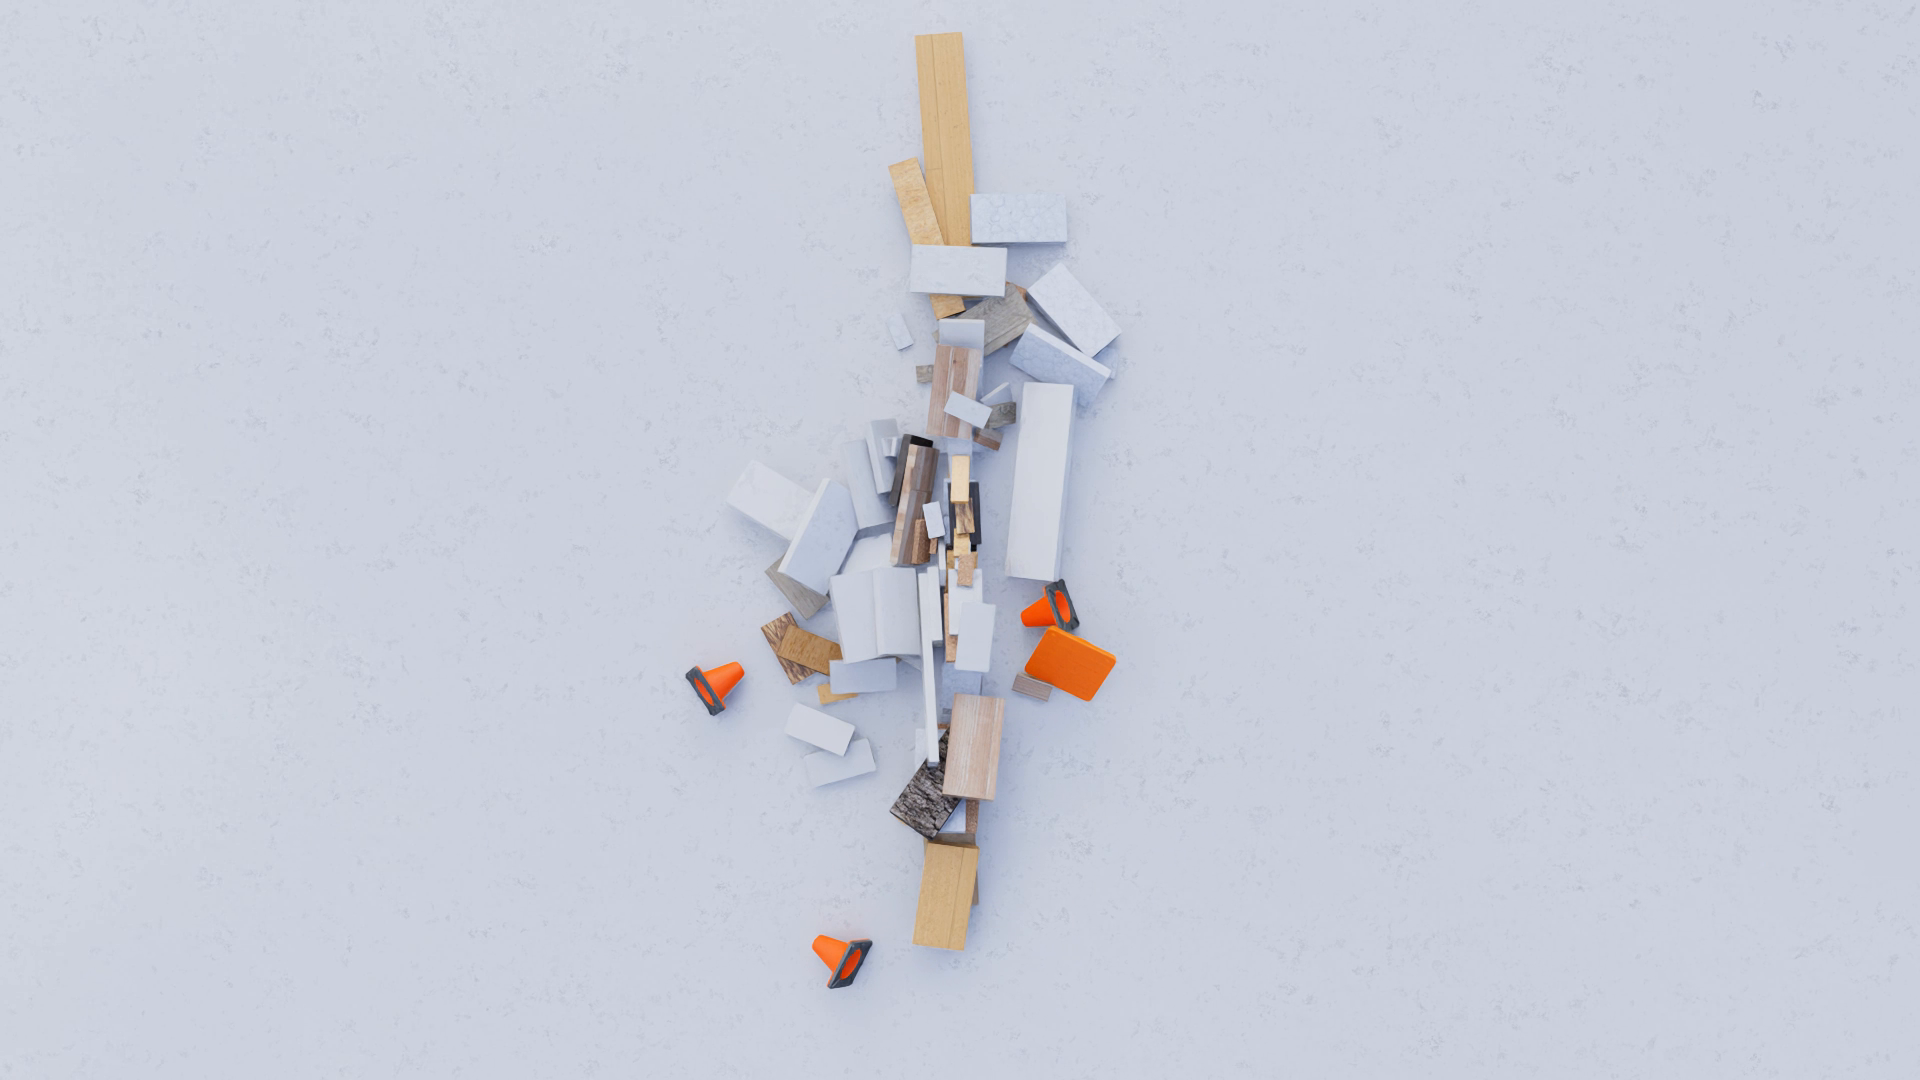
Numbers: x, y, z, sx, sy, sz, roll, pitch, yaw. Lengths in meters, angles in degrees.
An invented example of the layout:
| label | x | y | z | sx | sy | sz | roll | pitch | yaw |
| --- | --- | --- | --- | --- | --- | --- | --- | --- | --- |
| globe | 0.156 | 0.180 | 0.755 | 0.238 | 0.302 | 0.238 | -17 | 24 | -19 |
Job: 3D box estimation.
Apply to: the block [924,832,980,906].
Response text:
| label | x | y | z | sx | sy | sz | roll | pitch | yaw |
| --- | --- | --- | --- | --- | --- | --- | --- | --- | --- |
| block | -0.033 | 1.038 | 5.456 | 0.171 | 0.048 | 0.342 | -3 | 95 | -3 |

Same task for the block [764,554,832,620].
| label | x | y | z | sx | sy | sz | roll | pitch | yaw |
| --- | --- | --- | --- | --- | --- | --- | --- | --- | --- |
| block | -0.540 | 0.151 | 5.485 | 0.107 | 0.030 | 0.214 | -41 | 90 | 0 |

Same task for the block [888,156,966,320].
| label | x | y | z | sx | sy | sz | roll | pitch | yaw |
| --- | --- | --- | --- | --- | --- | --- | --- | --- | --- |
| block | -0.109 | -0.994 | 5.442 | 0.100 | 0.028 | 0.533 | -18 | 89 | 5 |

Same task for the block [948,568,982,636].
| label | x | y | z | sx | sy | sz | roll | pitch | yaw |
| --- | --- | --- | --- | --- | --- | --- | --- | --- | --- |
| block | 0.018 | 0.202 | 5.331 | 0.108 | 0.031 | 0.216 | 0 | 73 | -2 |

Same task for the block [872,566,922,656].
| label | x | y | z | sx | sy | sz | roll | pitch | yaw |
| --- | --- | --- | --- | --- | --- | --- | --- | --- | --- |
| block | -0.206 | 0.234 | 5.394 | 0.143 | 0.041 | 0.286 | 4 | 76 | -35 |

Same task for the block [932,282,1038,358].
| label | x | y | z | sx | sy | sz | roll | pitch | yaw |
| --- | --- | --- | --- | --- | --- | --- | --- | --- | --- |
| block | 0.082 | -0.698 | 5.446 | 0.317 | 0.045 | 0.158 | -32 | 94 | 5 |

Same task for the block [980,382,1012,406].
| label | x | y | z | sx | sy | sz | roll | pitch | yaw |
| --- | --- | --- | --- | --- | --- | --- | --- | --- | --- |
| block | 0.119 | -0.457 | 5.433 | 0.020 | 0.141 | 0.071 | 17 | 130 | 37 |

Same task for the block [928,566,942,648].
| label | x | y | z | sx | sy | sz | roll | pitch | yaw |
| --- | --- | --- | --- | --- | --- | --- | --- | --- | --- |
| block | -0.081 | 0.220 | 5.412 | 0.034 | 0.121 | 0.243 | -3 | 76 | -1 |

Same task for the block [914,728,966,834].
| label | x | y | z | sx | sy | sz | roll | pitch | yaw |
| --- | --- | --- | --- | --- | --- | --- | --- | --- | --- |
| block | -0.064 | 0.784 | 5.369 | 0.166 | 0.047 | 0.331 | 1 | 71 | -1 |

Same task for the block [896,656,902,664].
| label | x | y | z | sx | sy | sz | roll | pitch | yaw |
| --- | --- | --- | --- | --- | --- | --- | --- | --- | --- |
| block | -0.260 | 0.384 | 5.484 | 0.220 | 0.031 | 0.110 | -43 | 90 | 0 |

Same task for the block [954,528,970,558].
| label | x | y | z | sx | sy | sz | roll | pitch | yaw |
| --- | --- | --- | --- | --- | --- | --- | --- | --- | --- |
| block | 0.005 | 0.011 | 5.358 | 0.050 | 0.014 | 0.099 | 2 | 62 | -1 |

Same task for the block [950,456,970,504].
| label | x | y | z | sx | sy | sz | roll | pitch | yaw |
| --- | --- | --- | --- | --- | --- | --- | --- | --- | --- |
| block | 0.001 | -0.197 | 5.364 | 0.057 | 0.016 | 0.169 | 1 | 63 | 2 |

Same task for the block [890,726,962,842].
| label | x | y | z | sx | sy | sz | roll | pitch | yaw |
| --- | --- | --- | --- | --- | --- | --- | --- | --- | --- |
| block | -0.064 | 0.787 | 5.319 | 0.166 | 0.047 | 0.331 | 34 | 73 | 9 |

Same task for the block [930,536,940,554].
| label | x | y | z | sx | sy | sz | roll | pitch | yaw |
| --- | --- | --- | --- | --- | --- | --- | --- | --- | --- |
| block | -0.080 | -0.027 | 5.463 | 0.021 | 0.072 | 0.145 | 6 | 90 | 3 |

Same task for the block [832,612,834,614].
| label | x | y | z | sx | sy | sz | roll | pitch | yaw |
| --- | --- | --- | --- | --- | --- | --- | --- | --- | --- |
| block | -0.359 | 0.273 | 5.461 | 0.063 | 0.018 | 0.126 | -37 | 90 | 0 |

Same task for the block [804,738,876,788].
| label | x | y | z | sx | sy | sz | roll | pitch | yaw |
| --- | --- | --- | --- | --- | --- | --- | --- | --- | --- |
| block | -0.398 | 0.739 | 5.484 | 0.220 | 0.031 | 0.110 | -16 | 90 | 0 |

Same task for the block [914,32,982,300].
| label | x | y | z | sx | sy | sz | roll | pitch | yaw |
| --- | --- | --- | --- | --- | --- | --- | --- | --- | --- |
| block | -0.038 | -1.238 | 5.478 | 0.158 | 0.045 | 0.878 | -4 | 90 | 0 |

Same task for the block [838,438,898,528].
| label | x | y | z | sx | sy | sz | roll | pitch | yaw |
| --- | --- | --- | --- | --- | --- | --- | --- | --- | --- |
| block | -0.297 | -0.191 | 5.439 | 0.143 | 0.041 | 0.286 | -14 | 90 | -39 |

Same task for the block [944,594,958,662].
| label | x | y | z | sx | sy | sz | roll | pitch | yaw |
| --- | --- | --- | --- | --- | --- | --- | --- | --- | --- |
| block | 0.006 | 0.284 | 5.338 | 0.108 | 0.031 | 0.223 | -1 | 74 | -3 |

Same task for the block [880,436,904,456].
| label | x | y | z | sx | sy | sz | roll | pitch | yaw |
| --- | --- | --- | --- | --- | --- | --- | --- | --- | --- |
| block | -0.209 | -0.312 | 5.450 | 0.017 | 0.121 | 0.060 | -12 | 90 | 42 |

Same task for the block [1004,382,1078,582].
| label | x | y | z | sx | sy | sz | roll | pitch | yaw |
| --- | --- | --- | --- | --- | --- | --- | --- | --- | --- |
| block | 0.268 | -0.193 | 5.441 | 0.172 | 0.049 | 0.644 | 6 | 91 | 23 |

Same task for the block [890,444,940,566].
| label | x | y | z | sx | sy | sz | roll | pitch | yaw |
| --- | --- | --- | --- | --- | --- | --- | --- | --- | --- |
| block | -0.149 | -0.114 | 5.432 | 0.034 | 0.119 | 0.392 | 12 | 94 | 37 |

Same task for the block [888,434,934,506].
| label | x | y | z | sx | sy | sz | roll | pitch | yaw |
| --- | --- | --- | --- | --- | --- | --- | --- | --- | --- |
| block | -0.161 | -0.223 | 5.442 | 0.034 | 0.119 | 0.239 | 12 | 90 | 37 |

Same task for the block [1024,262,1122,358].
| label | x | y | z | sx | sy | sz | roll | pitch | yaw |
| --- | --- | --- | --- | --- | --- | --- | --- | --- | --- |
| block | 0.376 | -0.752 | 5.455 | 0.154 | 0.044 | 0.309 | -41 | 87 | -13 |

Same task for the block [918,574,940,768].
| label | x | y | z | sx | sy | sz | roll | pitch | yaw |
| --- | --- | --- | --- | --- | --- | --- | --- | --- | --- |
| block | -0.105 | 0.420 | 5.350 | 0.031 | 0.108 | 0.619 | -2 | 73 | -5 |

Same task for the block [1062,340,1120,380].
| label | x | y | z | sx | sy | sz | roll | pitch | yaw |
| --- | --- | --- | --- | --- | --- | --- | --- | --- | --- |
| block | 0.422 | -0.600 | 5.486 | 0.201 | 0.028 | 0.100 | 10 | 90 | 0 |

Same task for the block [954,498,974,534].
| label | x | y | z | sx | sy | sz | roll | pitch | yaw |
| --- | --- | --- | --- | --- | --- | --- | --- | --- | --- |
| block | 0.015 | -0.079 | 5.361 | 0.057 | 0.016 | 0.113 | -4 | 86 | 1 |

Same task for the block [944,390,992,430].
| label | x | y | z | sx | sy | sz | roll | pitch | yaw |
| --- | --- | --- | --- | --- | --- | --- | --- | --- | --- |
| block | 0.025 | -0.420 | 5.326 | 0.141 | 0.020 | 0.071 | 24 | 101 | -5 |

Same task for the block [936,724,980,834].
| label | x | y | z | sx | sy | sz | roll | pitch | yaw |
| --- | --- | --- | --- | --- | --- | --- | --- | --- | --- |
| block | -0.016 | 0.782 | 5.422 | 0.171 | 0.048 | 0.342 | 5 | 71 | 0 |

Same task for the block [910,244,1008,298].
| label | x | y | z | sx | sy | sz | roll | pitch | yaw |
| --- | --- | --- | --- | --- | --- | --- | --- | --- | --- |
| block | -0.003 | -0.880 | 5.397 | 0.309 | 0.044 | 0.154 | 3 | 91 | 5 |

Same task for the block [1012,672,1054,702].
| label | x | y | z | sx | sy | sz | roll | pitch | yaw |
| --- | --- | --- | --- | --- | --- | --- | --- | --- | --- |
| block | 0.241 | 0.488 | 5.482 | 0.126 | 0.018 | 0.063 | 19 | 108 | 0 |

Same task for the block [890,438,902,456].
| label | x | y | z | sx | sy | sz | roll | pitch | yaw |
| --- | --- | --- | --- | --- | --- | --- | --- | --- | --- |
| block | -0.179 | -0.300 | 5.449 | 0.017 | 0.121 | 0.060 | 9 | 90 | 41 |

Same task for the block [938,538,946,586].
| label | x | y | z | sx | sy | sz | roll | pitch | yaw |
| --- | --- | --- | --- | --- | --- | --- | --- | --- | --- |
| block | -0.060 | 0.071 | 5.415 | 0.021 | 0.161 | 0.072 | -1 | 130 | -2 |

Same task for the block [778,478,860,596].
| label | x | y | z | sx | sy | sz | roll | pitch | yaw |
| --- | --- | --- | --- | --- | --- | --- | --- | --- | --- |
| block | -0.444 | -0.009 | 5.398 | 0.172 | 0.049 | 0.344 | 32 | 77 | -29 |

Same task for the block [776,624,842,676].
| label | x | y | z | sx | sy | sz | roll | pitch | yaw |
| --- | --- | --- | --- | --- | --- | --- | --- | --- | --- |
| block | -0.486 | 0.370 | 5.454 | 0.217 | 0.031 | 0.108 | 23 | 77 | -10 |

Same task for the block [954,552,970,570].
| label | x | y | z | sx | sy | sz | roll | pitch | yaw |
| --- | --- | --- | --- | --- | --- | --- | --- | --- | --- |
| block | 0.009 | 0.052 | 5.356 | 0.049 | 0.014 | 0.099 | 2 | 66 | -2 |

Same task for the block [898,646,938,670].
| label | x | y | z | sx | sy | sz | roll | pitch | yaw |
| --- | --- | --- | --- | --- | --- | --- | --- | --- | --- |
| block | -0.196 | 0.318 | 5.444 | 0.243 | 0.034 | 0.122 | 32 | 74 | -6 |
